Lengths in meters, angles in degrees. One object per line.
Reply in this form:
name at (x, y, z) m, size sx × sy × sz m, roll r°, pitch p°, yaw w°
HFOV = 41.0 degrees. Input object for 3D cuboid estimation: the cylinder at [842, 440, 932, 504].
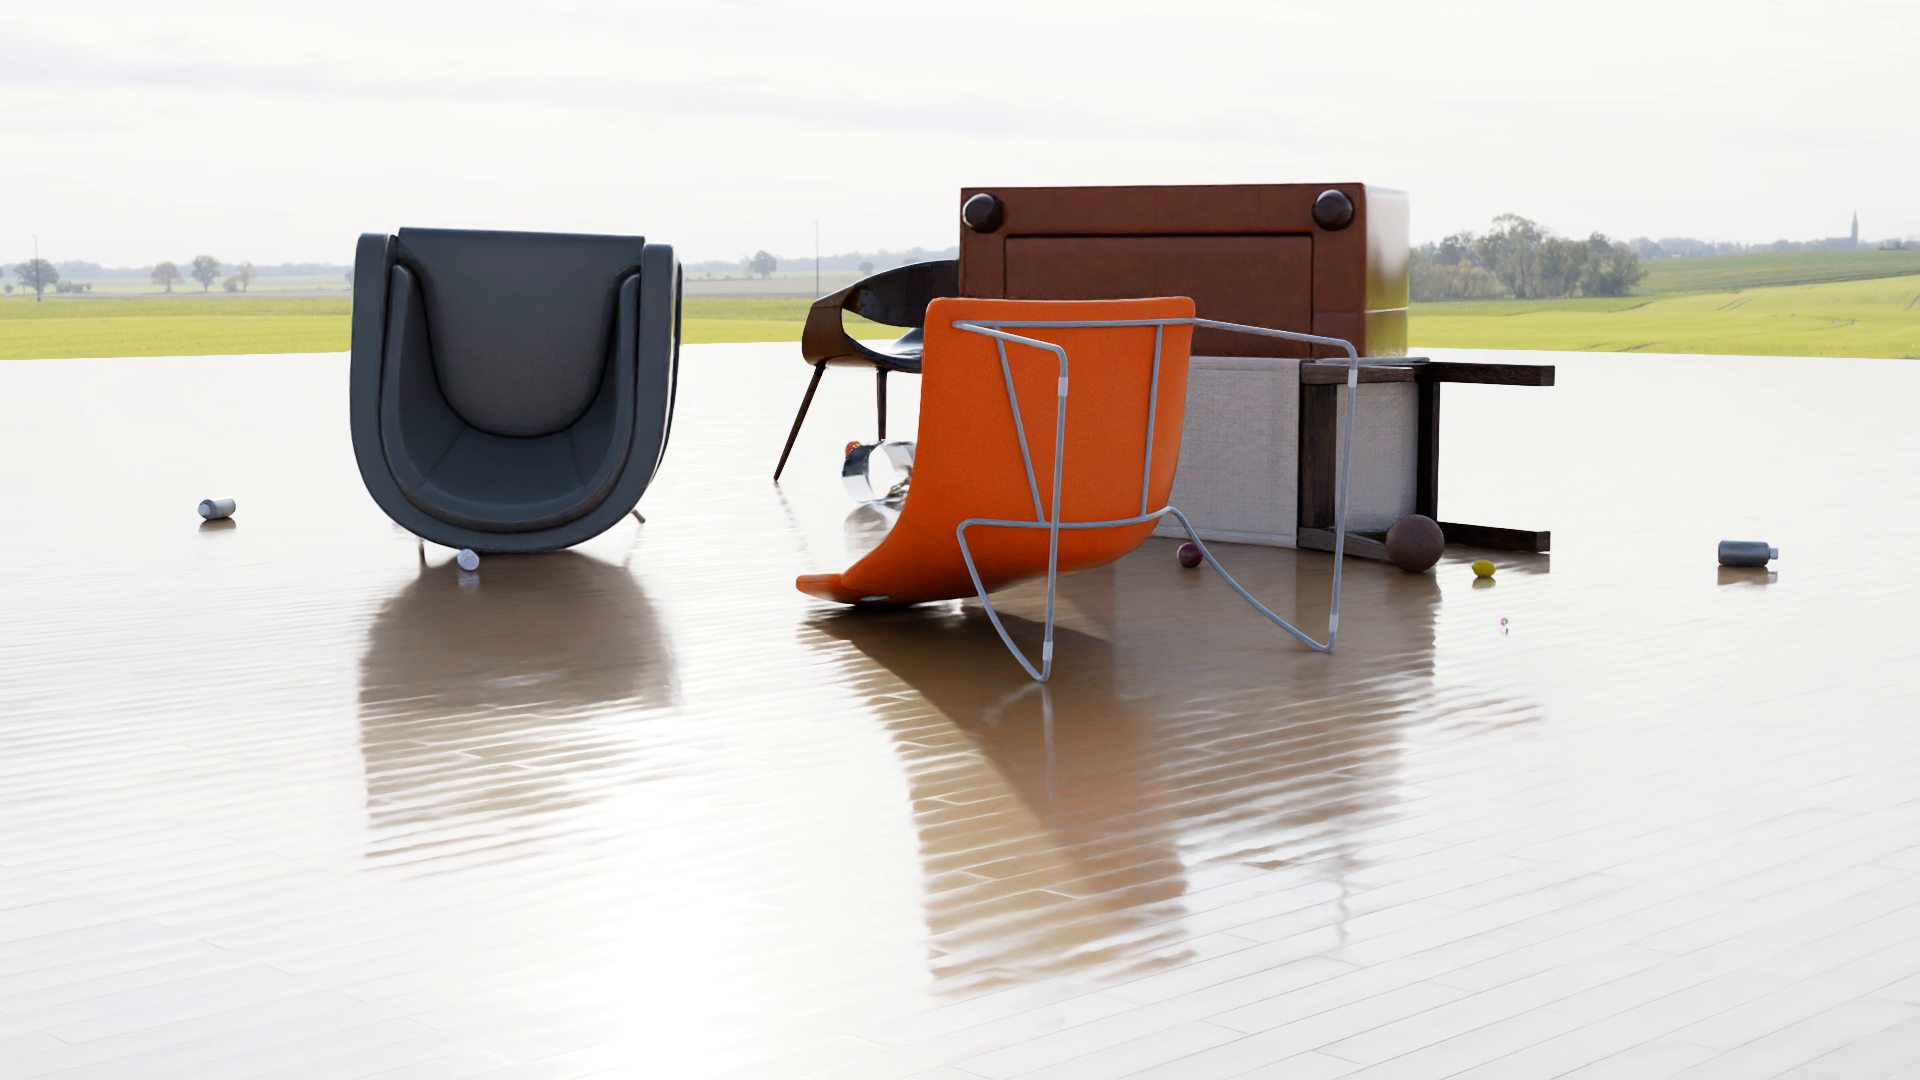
cylinder at (-0.211, -0.198, 7.467) m, size 0.169 × 0.178 × 0.230 m, roll 37°, pitch 21°, yaw 21°

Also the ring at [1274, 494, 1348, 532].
ring at (0.907, -0.069, 6.626) m, size 0.213 × 0.095 × 0.057 m, roll -7°, pitch -20°, yaw 35°

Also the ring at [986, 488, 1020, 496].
ring at (0.129, -0.142, 7.693) m, size 0.128 × 0.021 × 0.072 m, roll -6°, pitch 9°, yaw -39°

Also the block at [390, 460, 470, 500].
block at (-1.576, -0.177, 7.637) m, size 0.168 × 0.101 × 0.166 m, roll 3°, pitch 7°, yaw 28°

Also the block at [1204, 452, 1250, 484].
block at (0.854, -0.230, 8.190) m, size 0.088 × 0.093 × 0.134 m, roll -3°, pitch 7°, yaw -26°
